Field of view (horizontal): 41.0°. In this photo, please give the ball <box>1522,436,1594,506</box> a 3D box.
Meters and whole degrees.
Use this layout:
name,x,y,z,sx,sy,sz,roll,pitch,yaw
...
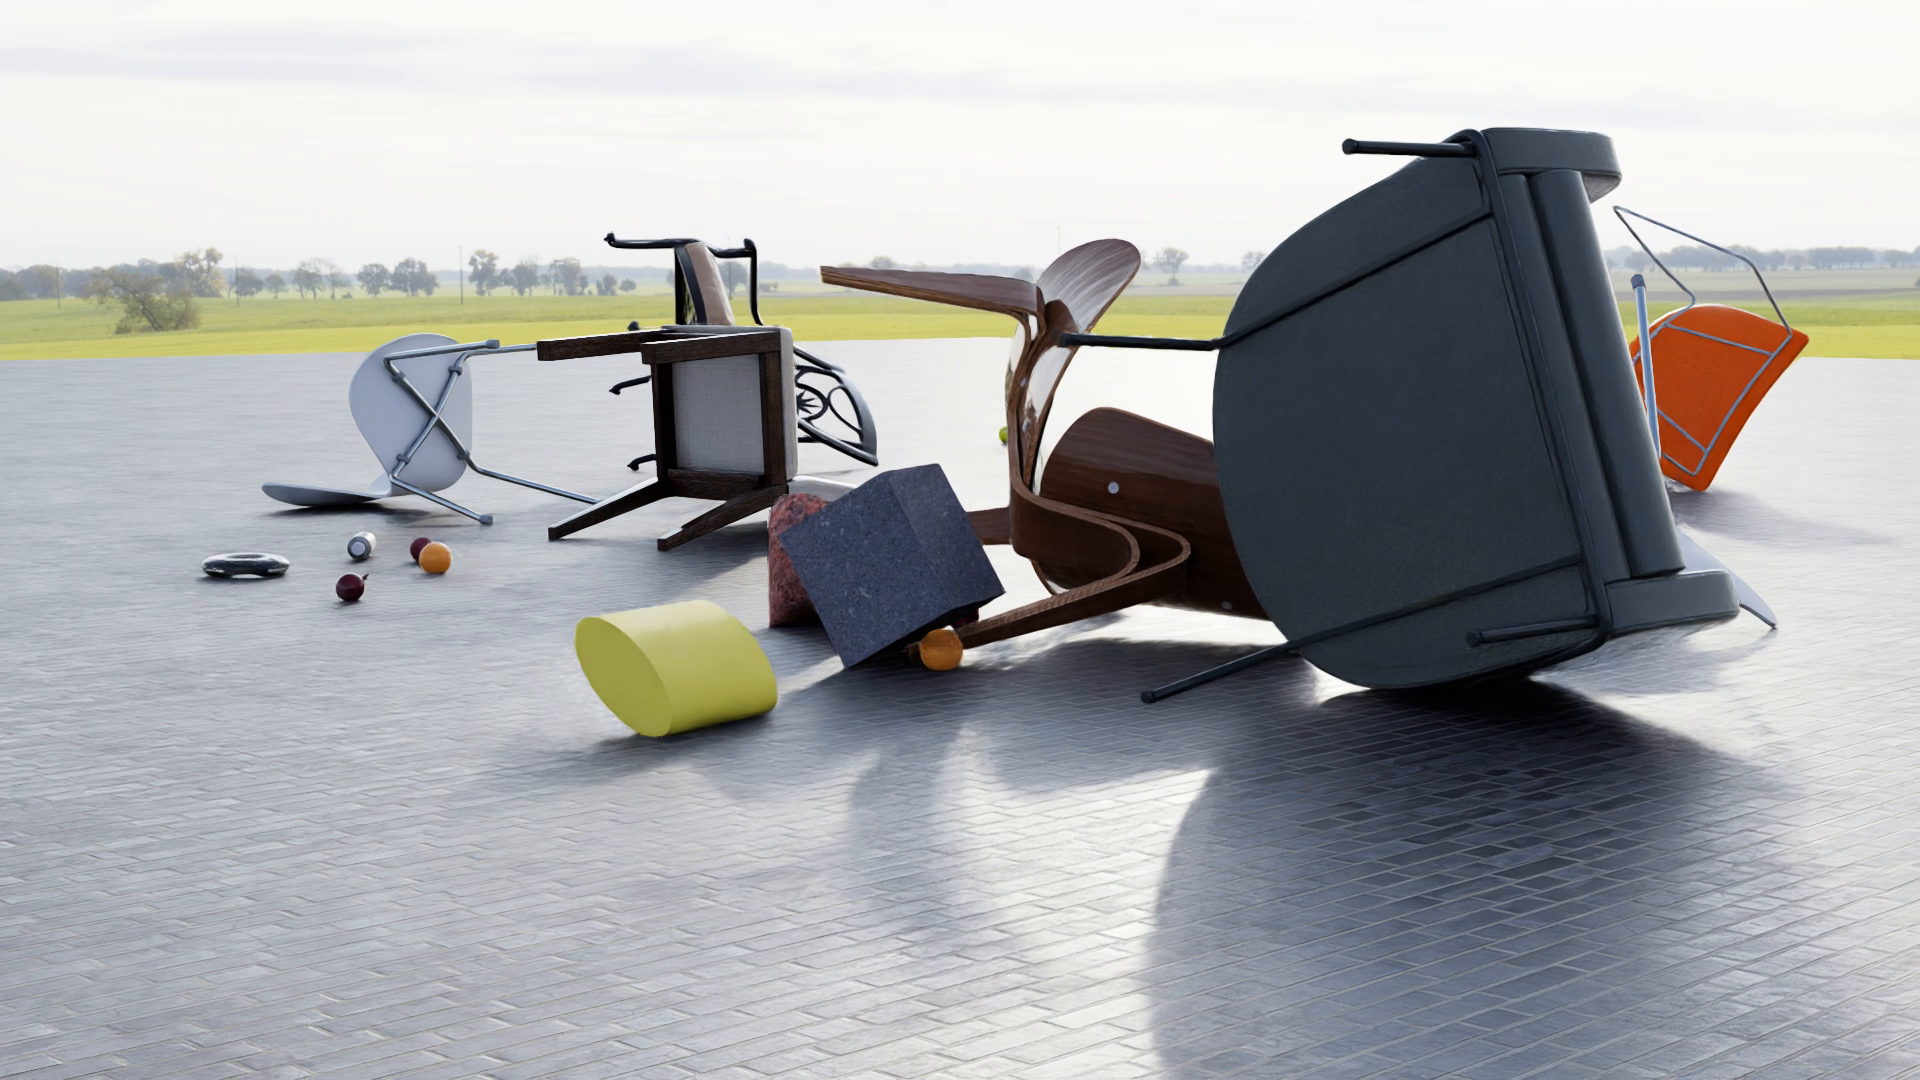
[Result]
name,x,y,z,sx,sy,sz,roll,pitch,yaw
ball,1.713,-0.197,7.349,0.200,0.200,0.200,0,6,0

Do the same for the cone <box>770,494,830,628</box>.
name,x,y,z,sx,sy,sz,roll,pitch,yaw
cone,-0.307,0.096,4.881,0.256,0.297,0.220,9,44,30

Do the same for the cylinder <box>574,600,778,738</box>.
name,x,y,z,sx,sy,sz,roll,pitch,yaw
cylinder,-0.418,0.186,3.796,0.223,0.113,0.240,46,28,22

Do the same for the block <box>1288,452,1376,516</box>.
name,x,y,z,sx,sy,sz,roll,pitch,yaw
block,1.041,-0.160,7.196,0.162,0.157,0.208,-2,6,-20

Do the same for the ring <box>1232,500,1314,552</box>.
name,x,y,z,sx,sy,sz,roll,pitch,yaw
ring,0.758,-0.034,6.224,0.172,0.108,0.334,-3,5,-13

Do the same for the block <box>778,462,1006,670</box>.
name,x,y,z,sx,sy,sz,roll,pitch,yaw
block,-0.114,0.041,4.373,0.229,0.256,0.223,-30,-7,24

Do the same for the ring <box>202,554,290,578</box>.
name,x,y,z,sx,sy,sz,roll,pitch,yaw
ring,-1.576,0.056,5.662,0.187,0.043,0.190,6,7,40
